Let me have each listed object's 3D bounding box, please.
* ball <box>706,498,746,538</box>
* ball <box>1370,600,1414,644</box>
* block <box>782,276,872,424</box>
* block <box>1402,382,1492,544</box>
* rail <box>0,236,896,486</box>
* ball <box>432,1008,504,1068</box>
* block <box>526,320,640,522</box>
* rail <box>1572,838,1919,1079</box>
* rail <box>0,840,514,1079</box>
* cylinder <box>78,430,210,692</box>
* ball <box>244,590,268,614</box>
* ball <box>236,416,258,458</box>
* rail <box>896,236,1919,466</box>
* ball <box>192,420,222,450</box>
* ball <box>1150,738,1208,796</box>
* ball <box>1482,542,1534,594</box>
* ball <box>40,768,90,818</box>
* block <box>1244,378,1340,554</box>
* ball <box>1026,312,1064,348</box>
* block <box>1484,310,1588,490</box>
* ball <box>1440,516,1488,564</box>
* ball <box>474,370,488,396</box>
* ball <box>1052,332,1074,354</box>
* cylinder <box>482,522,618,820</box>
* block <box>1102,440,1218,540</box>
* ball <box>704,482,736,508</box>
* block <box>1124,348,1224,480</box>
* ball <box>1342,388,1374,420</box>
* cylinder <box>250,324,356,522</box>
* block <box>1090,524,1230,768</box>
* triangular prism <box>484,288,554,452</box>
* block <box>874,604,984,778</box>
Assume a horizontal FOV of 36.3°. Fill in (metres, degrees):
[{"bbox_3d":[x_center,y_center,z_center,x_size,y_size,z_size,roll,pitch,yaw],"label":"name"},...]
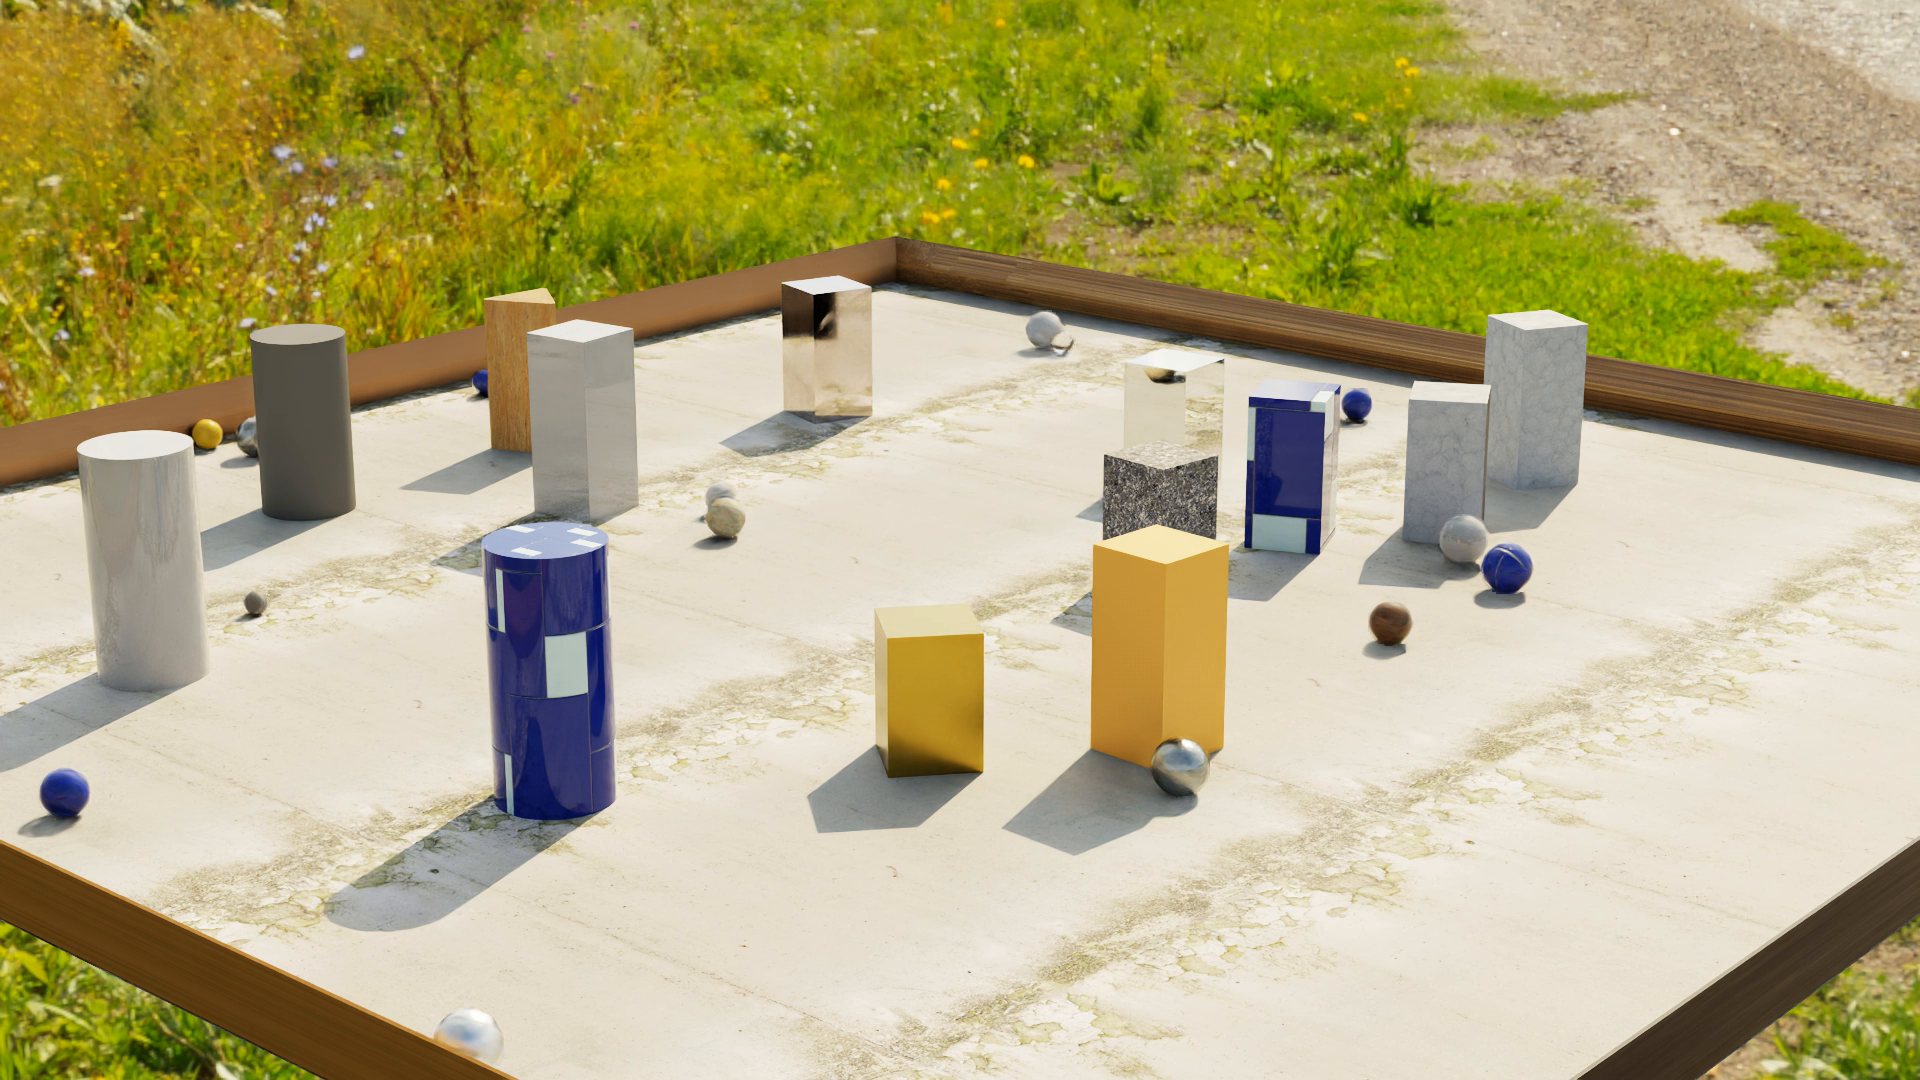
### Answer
[{"bbox_3d":[-0.433,-0.041,5.425,0.073,0.073,0.073,0,17,0],"label":"ball"},{"bbox_3d":[0.712,0.136,4.845,0.072,0.072,0.072,0,17,0],"label":"ball"},{"bbox_3d":[-0.284,-0.408,6.278,0.141,0.281,0.141,-10,20,-30],"label":"block"},{"bbox_3d":[0.901,-0.143,5.424,0.141,0.269,0.141,4,17,12],"label":"block"},{"bbox_3d":[-1.380,-0.319,6.268,0.045,0.115,3.749,14,22,39],"label":"rail"},{"bbox_3d":[-0.566,0.579,3.369,0.082,0.082,0.082,0,17,0],"label":"ball"},{"bbox_3d":[-0.715,-0.227,5.567,0.141,0.348,0.141,11,20,33],"label":"block"},{"bbox_3d":[1.380,0.377,3.976,0.045,0.115,3.749,14,22,39],"label":"rail"},{"bbox_3d":[-1.213,0.435,3.785,3.701,0.115,0.045,14,22,39],"label":"rail"},{"bbox_3d":[-1.295,0.032,4.659,0.176,0.379,0.176,0,17,0],"label":"cylinder"},{"bbox_3d":[-1.199,0.107,4.997,0.040,0.040,0.040,0,17,0],"label":"ball"},{"bbox_3d":[-1.430,-0.209,5.963,0.084,0.084,0.084,0,17,0],"label":"ball"},{"bbox_3d":[1.213,-0.377,6.459,3.701,0.115,0.045,14,22,39],"label":"rail"},{"bbox_3d":[-1.548,-0.218,6.028,0.061,0.061,0.061,0,17,0],"label":"ball"},{"bbox_3d":[0.315,0.324,4.206,0.083,0.083,0.083,0,17,0],"label":"ball"},{"bbox_3d":[0.954,0.048,5.106,0.088,0.088,0.088,0,17,0],"label":"ball"},{"bbox_3d":[-1.259,0.356,4.124,0.070,0.070,0.070,0,17,0],"label":"ball"},{"bbox_3d":[0.609,-0.136,5.373,0.141,0.285,0.141,5,18,17],"label":"block"},{"bbox_3d":[0.199,-0.493,6.891,0.087,0.087,0.087,0,17,0],"label":"ball"},{"bbox_3d":[1.129,-0.277,5.779,0.141,0.321,0.141,-6,18,-20],"label":"block"},{"bbox_3d":[0.905,0.000,5.267,0.087,0.087,0.087,0,17,0],"label":"ball"},{"bbox_3d":[-1.046,-0.347,6.466,0.055,0.055,0.055,0,17,0],"label":"ball"},{"bbox_3d":[0.240,-0.460,6.847,0.050,0.050,0.050,0,17,0],"label":"ball"},{"bbox_3d":[-0.579,0.184,4.148,0.176,0.384,0.176,0,17,0],"label":"cylinder"},{"bbox_3d":[0.350,-0.037,5.136,0.141,0.234,0.141,-15,23,-41],"label":"block"},{"bbox_3d":[-0.456,-0.080,5.575,0.060,0.060,0.060,0,17,0],"label":"ball"},{"bbox_3d":[0.420,-0.234,5.767,0.141,0.245,0.141,12,21,35],"label":"block"},{"bbox_3d":[0.847,-0.289,6.253,0.067,0.067,0.067,0,17,0],"label":"ball"},{"bbox_3d":[-1.247,-0.225,5.569,0.176,0.341,0.176,0,17,0],"label":"cylinder"},{"bbox_3d":[0.295,0.159,4.344,0.141,0.320,0.141,16,23,42],"label":"block"},{"bbox_3d":[-0.875,-0.351,6.035,0.153,0.313,0.132,5,17,15],"label":"triangular prism"},{"bbox_3d":[-0.046,0.221,4.320,0.141,0.215,0.141,-3,17,-9],"label":"block"}]
